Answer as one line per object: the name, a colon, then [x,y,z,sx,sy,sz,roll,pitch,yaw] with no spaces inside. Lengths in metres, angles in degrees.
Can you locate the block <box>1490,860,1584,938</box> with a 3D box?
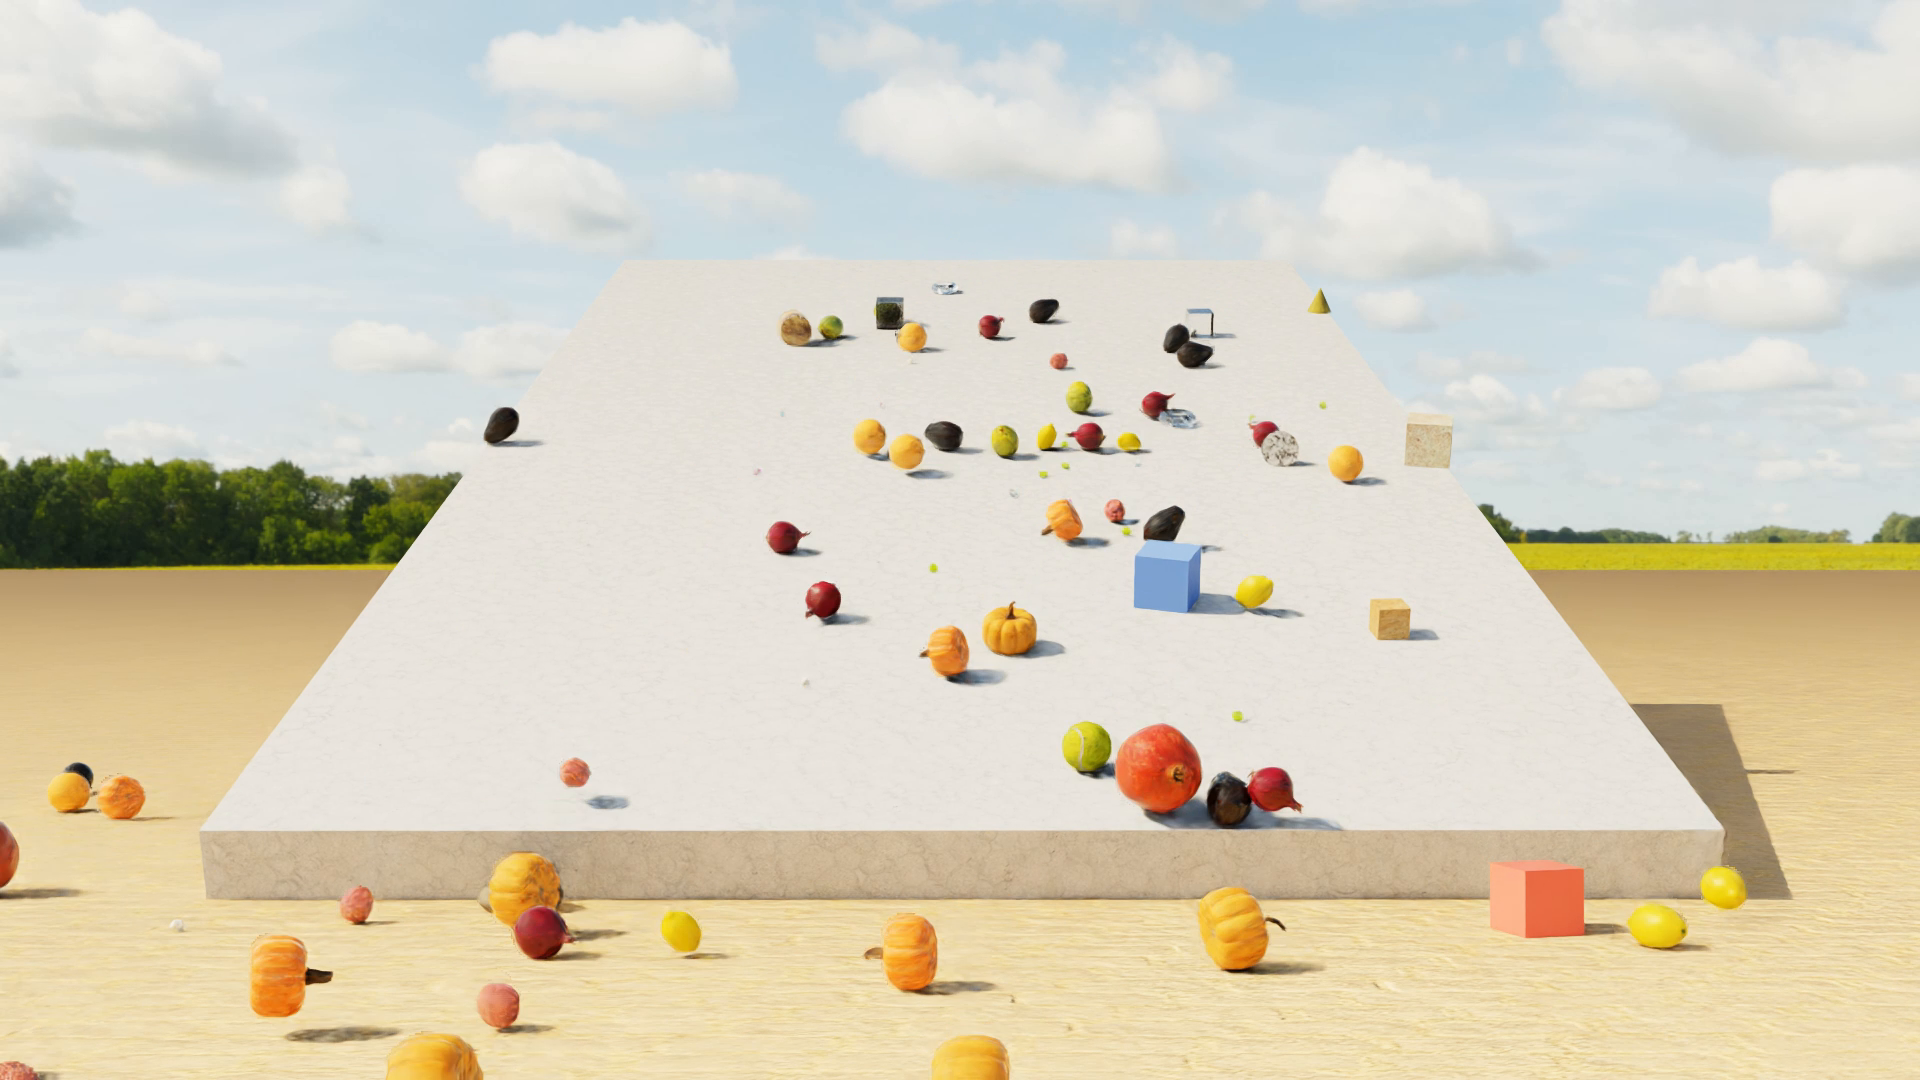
block: [0.697,0.433,2.699,0.080,0.080,0.080,0,-1,-17]

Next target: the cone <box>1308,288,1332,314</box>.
cone: [0.971,-0.650,6.027,0.066,0.066,0.066,0,18,0]

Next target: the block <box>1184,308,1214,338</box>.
block: [0.615,-0.557,5.741,0.064,0.064,0.064,-1,18,-2]

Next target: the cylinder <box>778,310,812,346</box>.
cylinder: [-0.418,-0.535,5.645,0.079,0.079,0.079,0,17,-12]

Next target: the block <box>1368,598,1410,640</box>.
block: [0.698,0.128,3.629,0.052,0.052,0.052,-2,18,-6]

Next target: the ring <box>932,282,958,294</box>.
ring: [-0.042,-0.708,6.271,0.076,0.025,0.076,-1,18,0]

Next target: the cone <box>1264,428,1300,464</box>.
cone: [0.655,-0.180,4.615,0.077,0.077,0.077,0,-20,-9]

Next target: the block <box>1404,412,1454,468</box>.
block: [0.967,-0.205,4.605,0.091,0.091,0.091,4,18,13]

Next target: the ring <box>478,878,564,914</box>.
ring: [-0.564,0.457,2.871,0.107,0.036,0.107,-1,-2,0]

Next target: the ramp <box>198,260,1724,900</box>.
ramp: [-0.003,-0.184,4.847,2.000,0.100,4.000,0,18,0]

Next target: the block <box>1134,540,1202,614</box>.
block: [0.350,0.061,3.771,0.092,0.092,0.092,6,19,18]

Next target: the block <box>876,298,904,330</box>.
block: [-0.182,-0.592,5.835,0.071,0.071,0.071,0,18,0]

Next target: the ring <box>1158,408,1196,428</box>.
ring: [0.477,-0.268,4.900,0.083,0.028,0.083,3,19,-1]
